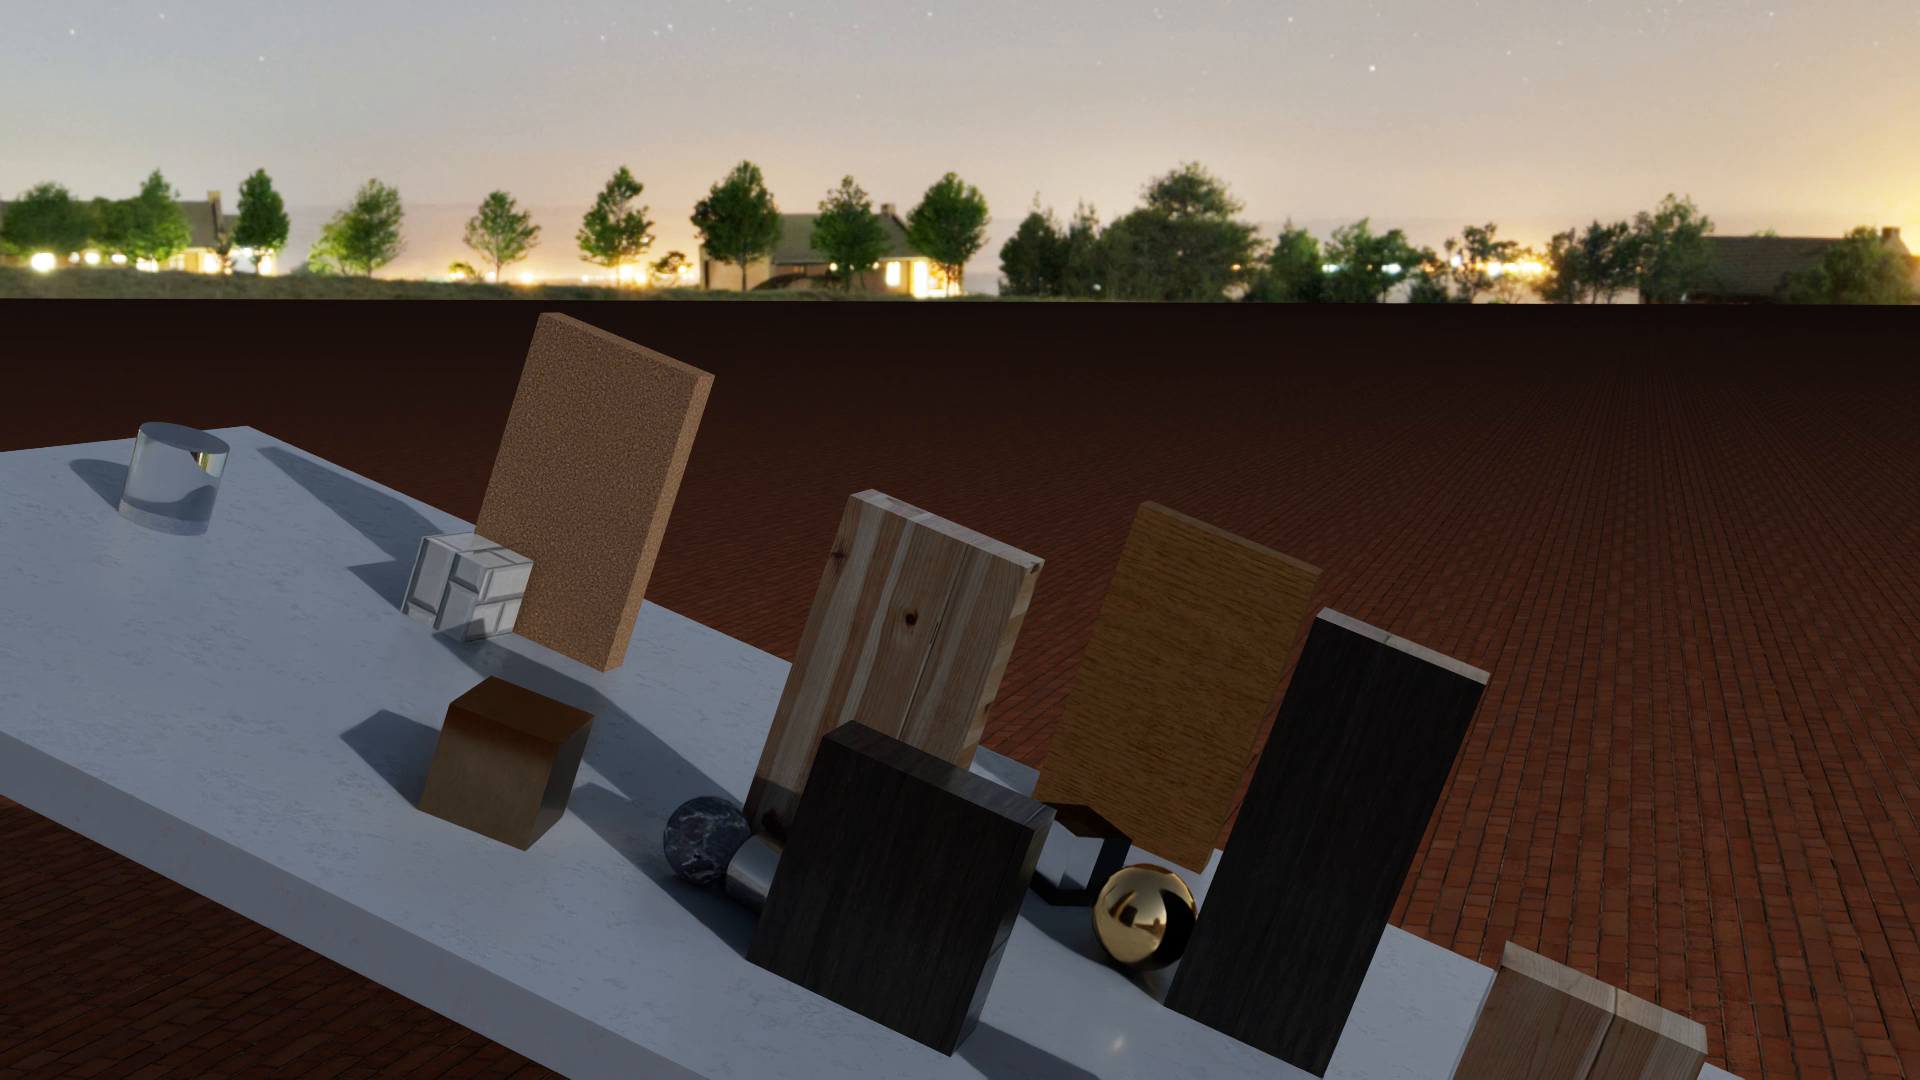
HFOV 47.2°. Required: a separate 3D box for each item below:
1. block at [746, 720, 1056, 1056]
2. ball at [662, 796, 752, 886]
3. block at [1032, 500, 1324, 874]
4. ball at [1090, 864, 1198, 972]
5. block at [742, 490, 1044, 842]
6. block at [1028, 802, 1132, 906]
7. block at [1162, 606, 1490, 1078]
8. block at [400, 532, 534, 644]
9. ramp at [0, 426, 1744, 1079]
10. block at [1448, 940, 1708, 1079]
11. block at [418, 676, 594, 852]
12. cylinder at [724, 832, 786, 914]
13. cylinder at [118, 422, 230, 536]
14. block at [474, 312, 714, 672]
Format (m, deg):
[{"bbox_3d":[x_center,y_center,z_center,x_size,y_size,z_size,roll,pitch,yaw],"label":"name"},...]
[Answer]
[{"bbox_3d":[-0.097,0.563,3.584,0.375,0.407,0.137,22,13,14],"label":"block"},{"bbox_3d":[-0.440,0.524,3.829,0.154,0.154,0.154,0,7,0],"label":"ball"},{"bbox_3d":[0.468,0.320,4.798,0.408,0.710,0.092,22,13,14],"label":"block"},{"bbox_3d":[0.346,0.708,4.124,0.200,0.200,0.200,0,7,0],"label":"ball"},{"bbox_3d":[-0.139,0.314,3.849,0.335,0.727,0.115,22,13,14],"label":"block"},{"bbox_3d":[0.219,0.628,4.393,0.151,0.151,0.151,9,16,-39],"label":"block"},{"bbox_3d":[0.654,0.543,3.951,0.312,0.778,0.118,22,13,14],"label":"block"},{"bbox_3d":[-1.051,0.099,4.693,0.172,0.172,0.172,24,13,19],"label":"block"},{"bbox_3d":[-0.334,0.611,4.211,4.000,0.100,2.000,22,13,14],"label":"ramp"},{"bbox_3d":[0.755,0.889,2.983,0.278,0.616,0.113,22,13,14],"label":"block"},{"bbox_3d":[-0.782,0.383,3.803,0.200,0.200,0.200,20,12,4],"label":"block"},{"bbox_3d":[-0.315,0.590,3.792,0.127,0.127,0.127,27,21,31],"label":"cylinder"},{"bbox_3d":[-1.677,-0.131,4.694,0.187,0.187,0.187,19,12,-4],"label":"cylinder"},{"bbox_3d":[-0.816,-0.104,4.741,0.385,0.678,0.089,22,13,14],"label":"block"}]
